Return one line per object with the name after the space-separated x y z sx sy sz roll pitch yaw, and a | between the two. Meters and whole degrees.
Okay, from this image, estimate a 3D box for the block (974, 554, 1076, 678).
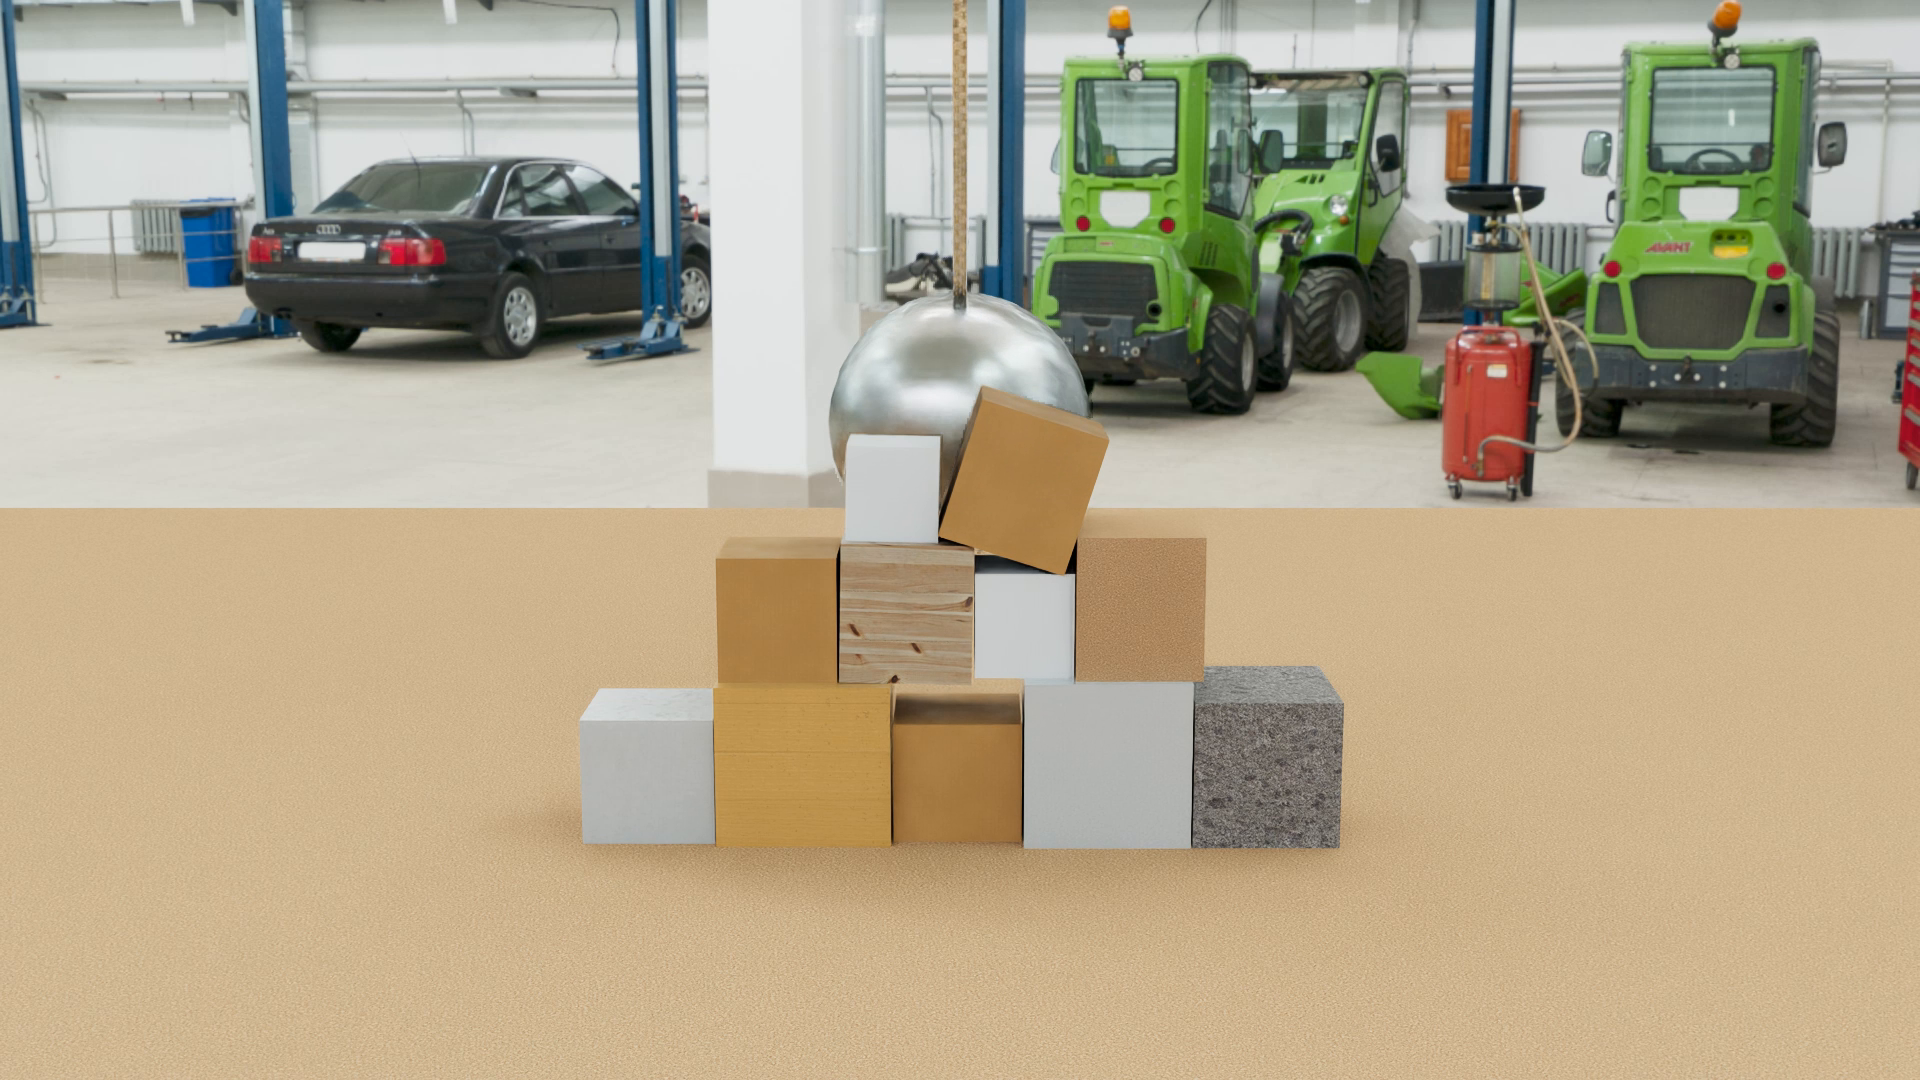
0.323 0.385 11.231 0.497 0.532 0.522 0 10 0 | block

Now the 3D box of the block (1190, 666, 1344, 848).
1.537 1.109 11.368 0.739 0.751 0.790 0 10 0 | block

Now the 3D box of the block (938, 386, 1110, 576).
0.313 -0.313 11.125 0.655 0.712 0.667 18 10 -3 | block

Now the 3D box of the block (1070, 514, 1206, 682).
0.897 0.286 11.230 0.637 0.727 0.694 0 10 0 | block

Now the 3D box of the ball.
0.000 -0.707 13.384 1.600 1.600 1.600 0 10 0 | ball

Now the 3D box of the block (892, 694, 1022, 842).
-0.013 1.172 11.410 0.648 0.611 0.633 0 10 0 | block

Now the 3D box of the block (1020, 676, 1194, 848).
0.740 1.059 11.376 0.837 0.846 0.835 0 10 0 | block

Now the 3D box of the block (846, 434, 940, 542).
-0.336 -0.266 11.143 0.463 0.477 0.440 1 10 0 | block

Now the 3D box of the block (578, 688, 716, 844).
-1.572 1.161 11.380 0.670 0.643 0.650 0 10 0 | block

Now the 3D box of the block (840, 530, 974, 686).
-0.267 0.318 11.252 0.663 0.707 0.617 1 10 0 | block

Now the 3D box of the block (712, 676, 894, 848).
-0.787 1.074 11.360 0.880 0.823 0.745 0 10 0 | block

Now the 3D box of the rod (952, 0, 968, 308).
0.000 -3.565 11.543 0.080 5.200 0.080 0 33 0 | rod

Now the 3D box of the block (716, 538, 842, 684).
-0.914 0.352 11.257 0.597 0.635 0.593 0 10 0 | block
